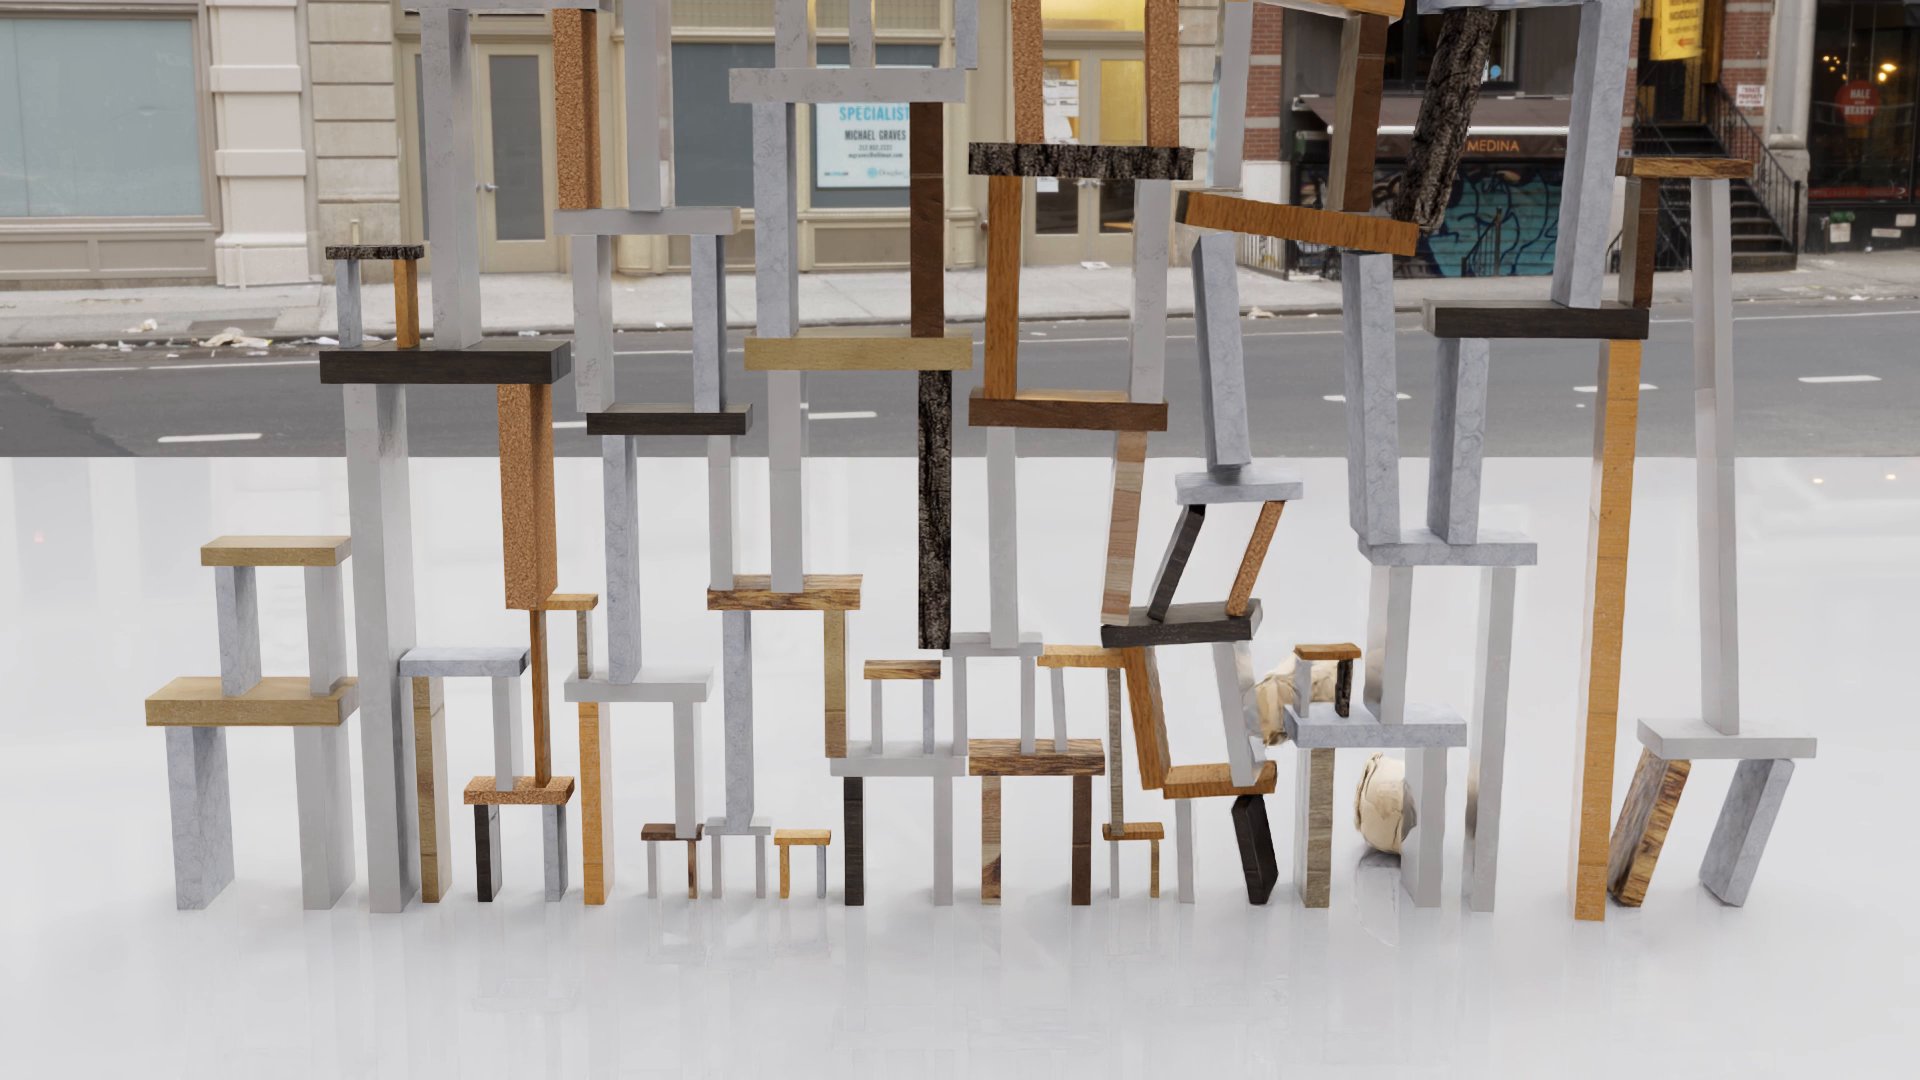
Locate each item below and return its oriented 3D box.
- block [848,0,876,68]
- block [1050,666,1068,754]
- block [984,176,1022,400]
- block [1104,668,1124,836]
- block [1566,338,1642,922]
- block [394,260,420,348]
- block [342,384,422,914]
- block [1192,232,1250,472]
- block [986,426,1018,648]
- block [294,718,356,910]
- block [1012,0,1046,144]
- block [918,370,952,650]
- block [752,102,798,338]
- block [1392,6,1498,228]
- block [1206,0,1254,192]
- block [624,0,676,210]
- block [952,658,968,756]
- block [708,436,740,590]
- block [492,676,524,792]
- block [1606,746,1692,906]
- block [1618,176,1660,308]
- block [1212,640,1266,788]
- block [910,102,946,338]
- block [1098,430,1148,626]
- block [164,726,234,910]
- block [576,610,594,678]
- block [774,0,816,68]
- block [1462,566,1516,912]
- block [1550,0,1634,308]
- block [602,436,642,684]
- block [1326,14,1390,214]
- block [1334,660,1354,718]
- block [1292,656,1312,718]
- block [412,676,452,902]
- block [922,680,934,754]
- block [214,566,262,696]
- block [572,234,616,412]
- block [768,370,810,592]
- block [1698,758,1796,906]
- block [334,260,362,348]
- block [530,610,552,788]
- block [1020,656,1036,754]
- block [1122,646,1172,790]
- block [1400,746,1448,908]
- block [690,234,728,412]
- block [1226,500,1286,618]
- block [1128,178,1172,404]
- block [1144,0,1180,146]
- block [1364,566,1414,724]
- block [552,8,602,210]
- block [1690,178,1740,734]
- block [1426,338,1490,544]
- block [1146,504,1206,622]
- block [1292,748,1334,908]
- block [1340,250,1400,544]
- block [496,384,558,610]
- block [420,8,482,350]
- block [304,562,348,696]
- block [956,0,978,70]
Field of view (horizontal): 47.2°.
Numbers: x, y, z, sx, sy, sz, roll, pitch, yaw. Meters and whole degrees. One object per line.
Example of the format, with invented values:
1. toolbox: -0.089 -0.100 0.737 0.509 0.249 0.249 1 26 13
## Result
1. block: -0.152 -0.851 3.400 0.034 0.242 0.121 0 11 1
2. block: 0.161 0.271 3.608 0.020 0.143 0.072 -4 10 1
3. block: 0.069 -0.405 3.485 0.049 0.344 0.172 2 11 2
4. block: 0.254 0.340 3.621 0.020 0.283 0.072 -2 11 0
5. block: 1.032 0.139 3.533 0.046 0.934 0.162 2 11 10
6. block: -0.878 -0.378 3.488 0.020 0.138 0.069 0 11 0
7. block: -0.934 0.166 3.586 0.051 0.865 0.180 0 11 0
8. block: 0.409 -0.290 3.459 0.050 0.356 0.178 -4 -2 1
9. block: 0.070 -0.016 3.551 0.044 0.355 0.155 -1 10 2
10. block: -1.051 0.438 3.641 0.044 0.310 0.155 0 11 0
11. block: 0.106 -0.775 3.417 0.044 0.311 0.156 -1 10 3
12. block: -0.040 -0.061 3.551 0.050 0.446 0.177 0 11 0
13. block: -0.290 -0.507 3.471 0.051 0.359 0.180 0 11 1
14. block: 0.754 -0.657 3.432 0.047 0.331 0.166 13 10 -2
15. block: 0.421 -0.699 3.438 0.042 0.297 0.148 4 7 2
16. block: -0.484 -0.800 3.412 0.049 0.562 0.175 0 11 0
17. block: 0.000 0.263 3.605 0.023 0.165 0.081 -1 11 0
18. block: -0.380 -0.054 3.547 0.035 0.250 0.125 0 10 0
19. block: -0.744 0.307 3.620 0.027 0.193 0.096 0 11 0
20. block: 1.134 0.466 3.646 0.036 0.252 0.126 16 10 -3
21. block: 1.062 -0.468 3.444 0.028 0.199 0.099 1 11 3
22. block: 0.452 0.263 3.554 0.034 0.242 0.121 -6 12 19
23. block: -0.050 -0.507 3.469 0.051 0.359 0.180 0 11 1
24. block: 0.261 -0.031 3.541 0.044 0.311 0.155 5 11 1
25. block: -1.257 0.438 3.641 0.044 0.310 0.155 0 11 0
26. block: -0.612 0.164 3.591 0.016 0.113 0.057 0 10 0
27. block: -0.254 -0.904 3.393 0.049 0.349 0.175 0 11 0
28. block: 0.862 0.313 3.592 0.037 0.572 0.130 2 11 6
29. block: 0.983 -0.600 3.425 0.047 0.463 0.166 4 11 4
30. block: -0.546 0.022 3.560 0.035 0.404 0.125 0 11 0
31. block: 0.619 -0.662 3.433 0.042 0.297 0.148 4 9 -2
32. block: 0.628 0.235 3.596 0.014 0.098 0.049 3 11 -3
33. block: 0.559 0.236 3.589 0.014 0.098 0.049 0 13 -8
34. block: -0.872 0.401 3.637 0.027 0.384 0.096 0 11 0
35. block: -0.052 0.282 3.611 0.018 0.125 0.063 0 11 0
36. block: -1.176 0.137 3.584 0.030 0.214 0.107 0 11 0
37. block: -0.583 -0.349 3.497 0.039 0.277 0.139 0 11 0
38. block: -0.274 -0.107 3.544 0.050 0.355 0.177 0 10 0
39. block: 1.302 0.466 3.646 0.036 0.252 0.126 16 10 -3
40. block: -0.969 -0.378 3.488 0.020 0.138 0.069 0 11 0
41. block: -0.688 0.255 3.608 0.016 0.298 0.057 0 11 0
42. block: 0.110 0.262 3.604 0.023 0.163 0.081 0 11 0
43. block: 0.306 0.274 3.600 0.034 0.242 0.121 -6 12 13
44. block: 0.768 0.456 3.643 0.039 0.274 0.137 0 11 -1
45. block: -0.398 -0.349 3.498 0.039 0.277 0.139 0 11 0
46. block: 0.469 0.018 3.481 0.028 0.194 0.097 20 18 6
47. block: 0.298 -0.398 3.475 0.049 0.344 0.172 2 11 2
48. block: 0.313 -0.769 3.410 0.044 0.311 0.156 -1 10 3
49. block: 0.695 0.157 3.576 0.037 0.260 0.130 1 10 -2
50. block: -0.598 -0.672 3.440 0.043 0.302 0.151 0 11 0
51. block: 1.215 -0.131 3.536 0.028 0.891 0.099 -5 10 1
52. block: 0.795 -0.168 3.517 0.046 0.325 0.162 1 11 -1
53. block: 0.346 0.024 3.510 0.028 0.194 0.097 19 24 0
54. block: 0.585 0.456 3.642 0.039 0.274 0.137 0 11 -1
55. block: 0.655 -0.232 3.507 0.050 0.452 0.178 -3 10 1
56. block: -0.695 -0.083 3.540 0.051 0.359 0.180 0 10 0
57. block: -0.799 -0.566 3.460 0.043 0.518 0.151 0 11 0
58. block: -1.033 0.137 3.585 0.030 0.214 0.107 0 11 0
59. block: 0.010 -0.852 3.399 0.034 0.242 0.121 0 11 0
